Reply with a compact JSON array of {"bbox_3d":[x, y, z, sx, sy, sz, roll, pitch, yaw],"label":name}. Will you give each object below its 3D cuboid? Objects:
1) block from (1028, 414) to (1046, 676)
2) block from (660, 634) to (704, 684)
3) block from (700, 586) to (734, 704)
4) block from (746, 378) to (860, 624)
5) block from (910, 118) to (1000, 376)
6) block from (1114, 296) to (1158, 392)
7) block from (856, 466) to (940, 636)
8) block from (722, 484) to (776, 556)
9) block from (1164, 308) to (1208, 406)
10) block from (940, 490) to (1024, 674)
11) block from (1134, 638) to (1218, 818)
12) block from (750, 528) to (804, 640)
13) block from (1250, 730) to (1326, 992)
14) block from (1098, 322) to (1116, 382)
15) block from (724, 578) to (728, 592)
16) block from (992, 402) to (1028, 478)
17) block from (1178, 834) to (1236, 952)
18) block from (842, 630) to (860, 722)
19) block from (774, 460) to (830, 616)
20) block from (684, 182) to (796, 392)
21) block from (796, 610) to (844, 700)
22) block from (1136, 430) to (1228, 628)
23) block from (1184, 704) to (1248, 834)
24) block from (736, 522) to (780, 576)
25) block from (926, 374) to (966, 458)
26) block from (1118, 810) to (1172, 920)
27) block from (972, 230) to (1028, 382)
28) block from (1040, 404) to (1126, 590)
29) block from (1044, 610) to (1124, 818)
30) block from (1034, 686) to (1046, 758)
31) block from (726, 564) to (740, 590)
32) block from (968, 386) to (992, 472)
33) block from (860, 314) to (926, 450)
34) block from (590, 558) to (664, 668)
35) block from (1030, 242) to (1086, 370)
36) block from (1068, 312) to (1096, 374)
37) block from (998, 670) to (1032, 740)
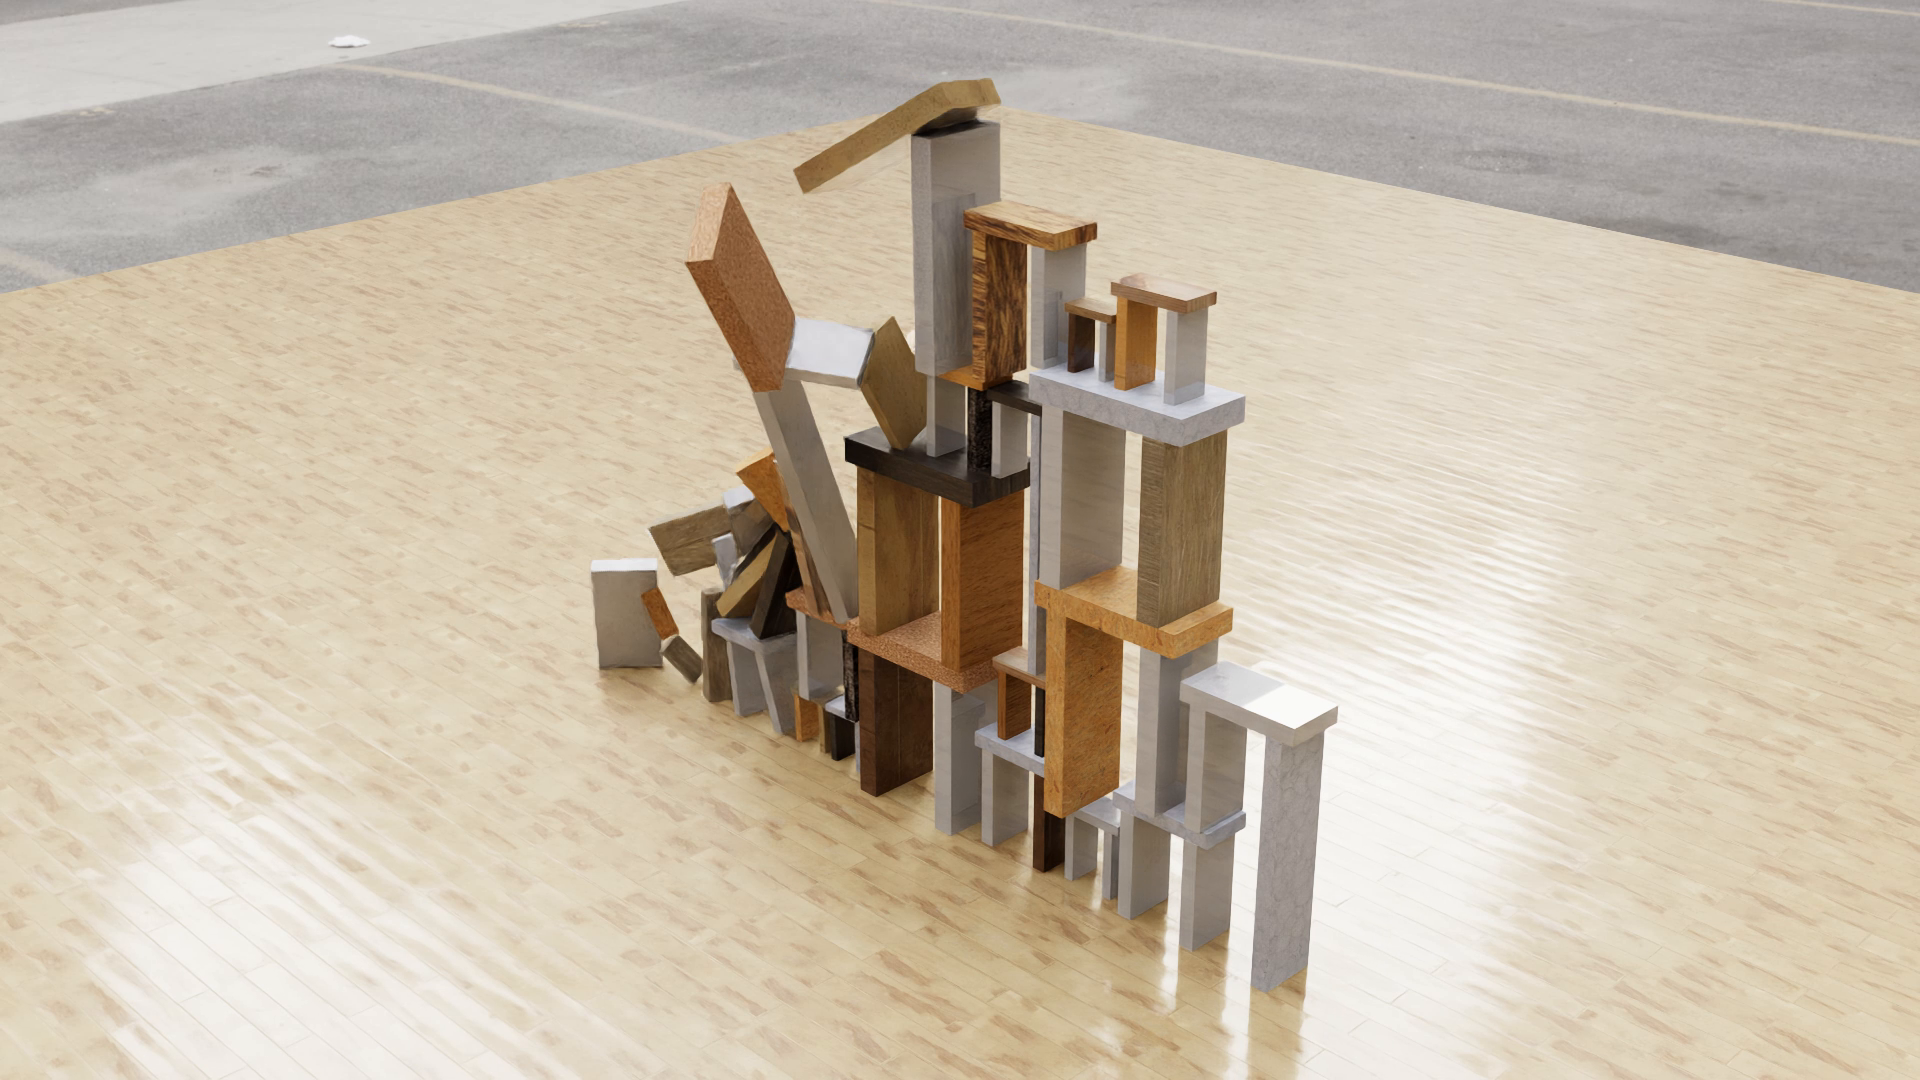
[{"bbox_3d":[0.160,0.004,4.055,0.021,0.517,0.073,21,31,41],"label":"block"},{"bbox_3d":[-0.624,0.268,4.971,0.016,0.112,0.056,0,47,51],"label":"block"},{"bbox_3d":[-0.505,0.227,4.895,0.131,0.262,0.037,-9,23,-23],"label":"block"},{"bbox_3d":[-0.288,-0.107,4.272,0.034,0.647,0.118,4,44,23],"label":"block"},{"bbox_3d":[-0.005,-0.530,3.994,0.050,0.438,0.176,21,32,40],"label":"block"},{"bbox_3d":[0.301,-0.343,3.754,0.023,0.163,0.081,21,31,40],"label":"block"},{"bbox_3d":[-0.121,-0.001,4.356,0.049,0.349,0.175,21,31,41],"label":"block"},{"bbox_3d":[-0.413,-0.053,4.590,0.131,0.262,0.037,-21,69,-7],"label":"block"},{"bbox_3d":[0.379,-0.313,3.684,0.023,0.163,0.081,21,31,40],"label":"block"},{"bbox_3d":[0.044,0.063,4.204,0.049,0.349,0.175,21,31,40],"label":"block"},{"bbox_3d":[0.388,0.319,3.942,0.046,0.327,0.163,21,31,40],"label":"block"},{"bbox_3d":[-0.341,0.080,4.622,0.145,0.290,0.041,-15,51,-34],"label":"block"},{"bbox_3d":[0.571,0.548,3.831,0.035,0.499,0.123,21,31,41],"label":"block"},{"bbox_3d":[0.264,-0.330,3.795,0.015,0.107,0.054,21,31,40],"label":"block"},{"bbox_3d":[-0.493,0.116,4.815,0.046,0.092,0.013,-18,27,-34],"label":"block"},{"bbox_3d":[0.092,-0.193,4.047,0.021,0.147,0.073,21,31,40],"label":"block"},{"bbox_3d":[0.450,0.627,3.999,0.031,0.222,0.111,21,31,41],"label":"block"},{"bbox_3d":[-0.194,0.263,4.543,0.029,0.205,0.103,19,31,38],"label":"block"},{"bbox_3d":[-0.294,-0.024,4.397,0.027,0.373,0.095,21,45,36],"label":"block"},{"bbox_3d":[-0.381,-0.439,3.857,0.050,0.353,0.176,-3,55,16],"label":"block"},{"bbox_3d":[-0.294,0.225,4.629,0.029,0.205,0.103,21,32,39],"label":"block"},{"bbox_3d":[0.383,-0.035,3.799,0.049,0.343,0.171,21,31,40],"label":"block"},{"bbox_3d":[0.455,0.385,3.889,0.035,0.246,0.123,21,31,41],"label":"block"},{"bbox_3d":[-0.394,0.020,4.684,0.094,0.189,0.027,-6,61,-40],"label":"block"},{"bbox_3d":[-0.026,-0.244,4.148,0.023,0.162,0.081,21,31,40],"label":"block"},{"bbox_3d":[0.345,0.586,4.096,0.031,0.222,0.111,21,31,41],"label":"block"},{"bbox_3d":[0.073,-0.431,3.967,0.031,0.277,0.109,21,31,41],"label":"block"},{"bbox_3d":[0.221,-0.098,3.947,0.049,0.343,0.171,21,31,40],"label":"block"},{"bbox_3d":[0.231,0.300,4.099,0.046,0.416,0.163,21,31,40],"label":"block"},{"bbox_3d":[0.174,0.334,4.179,0.021,0.146,0.073,21,31,41],"label":"block"},{"bbox_3d":[-0.483,0.094,4.782,0.046,0.092,0.013,-9,35,-38],"label":"block"},{"bbox_3d":[0.050,-0.215,4.079,0.023,0.162,0.081,21,31,40],"label":"block"},{"bbox_3d":[-0.127,-0.297,4.139,0.034,0.237,0.118,18,56,43],"label":"block"},{"bbox_3d":[-0.753,0.168,4.991,0.145,0.290,0.041,0,39,-4],"label":"block"},{"bbox_3d":[0.173,-0.418,3.861,0.031,0.218,0.109,21,31,41],"label":"block"},{"bbox_3d":[0.213,-0.350,3.841,0.015,0.107,0.054,21,31,40],"label":"block"},{"bbox_3d":[0.106,0.307,4.242,0.021,0.146,0.073,21,31,41],"label":"block"}]
